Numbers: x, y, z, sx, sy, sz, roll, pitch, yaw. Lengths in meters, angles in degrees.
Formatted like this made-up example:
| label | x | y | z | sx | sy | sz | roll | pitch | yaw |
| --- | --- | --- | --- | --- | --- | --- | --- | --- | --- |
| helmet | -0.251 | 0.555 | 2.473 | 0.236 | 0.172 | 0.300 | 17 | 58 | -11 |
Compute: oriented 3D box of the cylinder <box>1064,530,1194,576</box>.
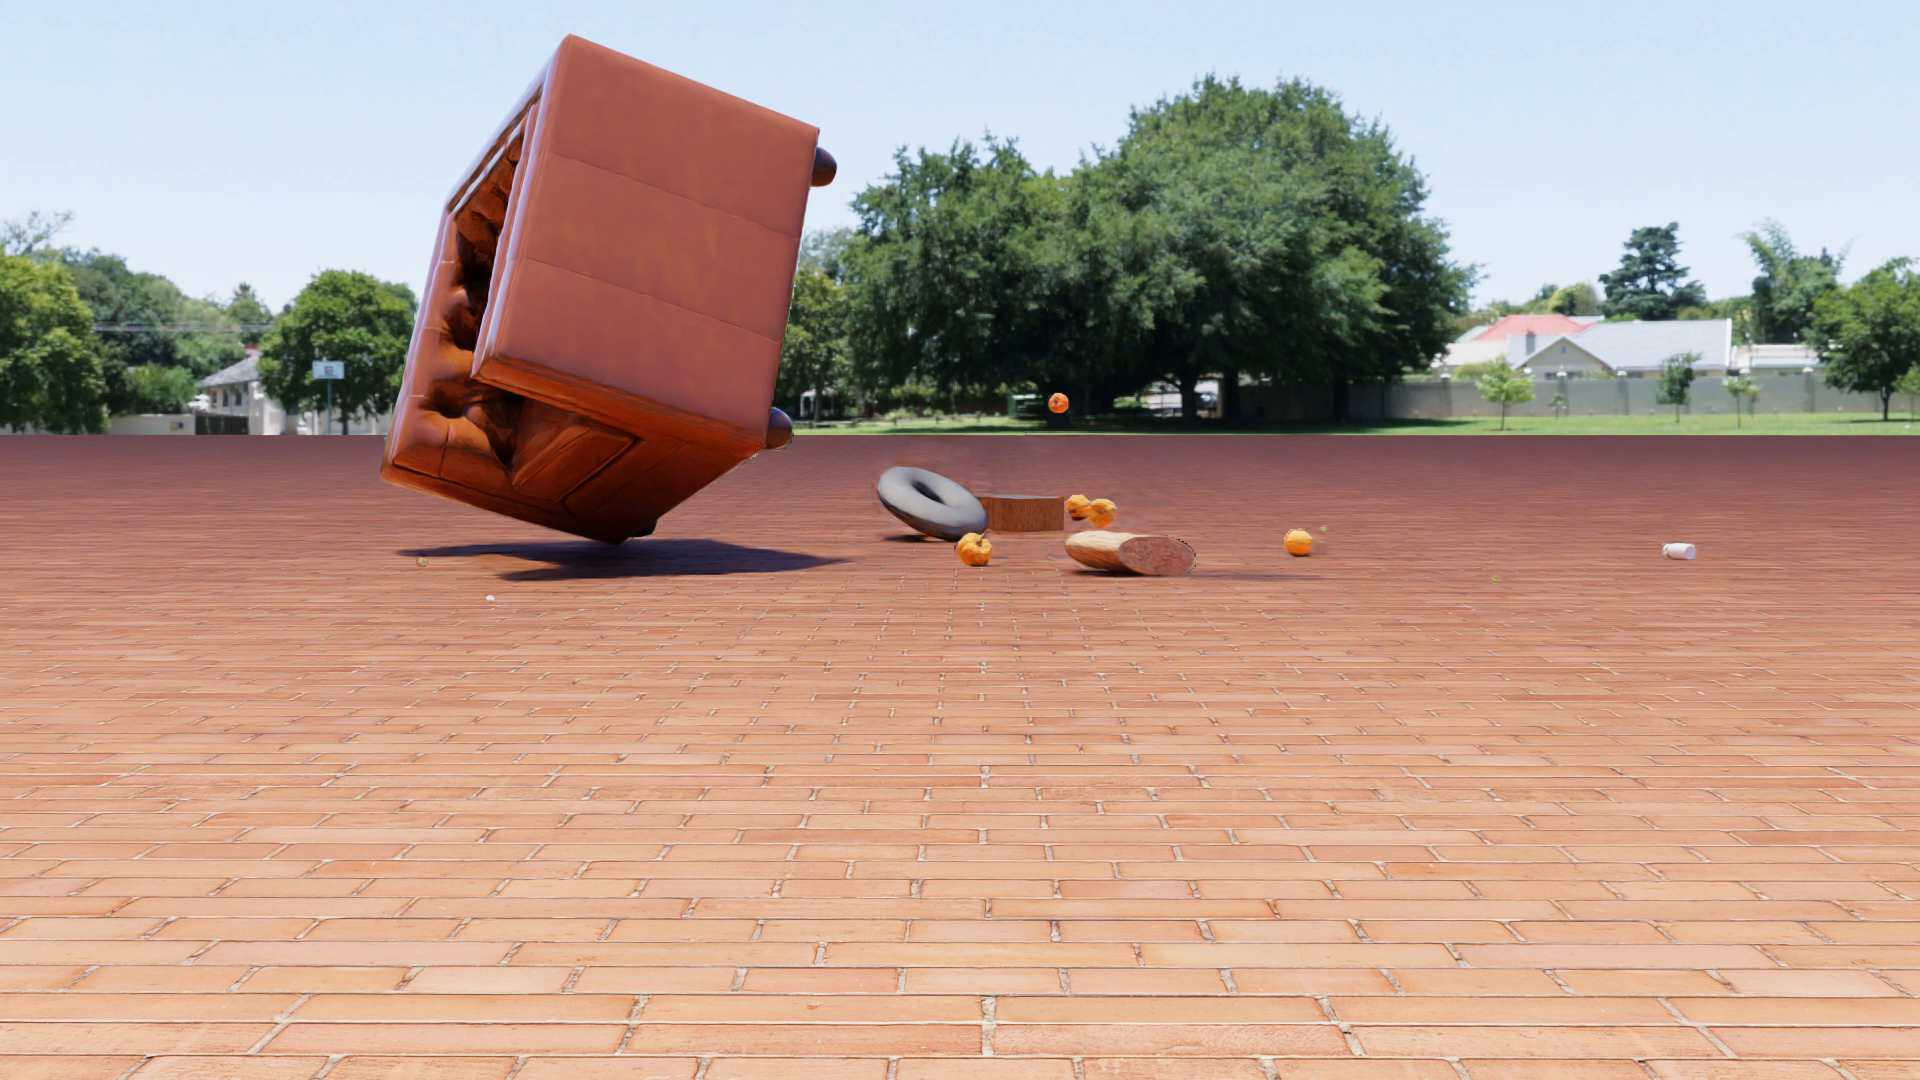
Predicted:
| label | x | y | z | sx | sy | sz | roll | pitch | yaw |
| --- | --- | --- | --- | --- | --- | --- | --- | --- | --- |
| cylinder | 0.413 | 0.032 | 5.361 | 0.235 | 0.094 | 0.217 | 7 | 0 | -32 |

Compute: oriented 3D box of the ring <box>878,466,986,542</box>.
| label | x | y | z | sx | sy | sz | roll | pitch | yaw |
| --- | --- | --- | --- | --- | --- | --- | --- | --- | --- |
| ring | -0.082 | -0.110 | 6.598 | 0.343 | 0.097 | 0.381 | 11 | 23 | -30 |

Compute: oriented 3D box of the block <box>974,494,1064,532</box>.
| label | x | y | z | sx | sy | sz | roll | pitch | yaw |
| --- | --- | --- | --- | --- | --- | --- | --- | --- | --- |
| block | 0.175 | -0.088 | 7.062 | 0.175 | 0.104 | 0.284 | -3 | 5 | -36 |
